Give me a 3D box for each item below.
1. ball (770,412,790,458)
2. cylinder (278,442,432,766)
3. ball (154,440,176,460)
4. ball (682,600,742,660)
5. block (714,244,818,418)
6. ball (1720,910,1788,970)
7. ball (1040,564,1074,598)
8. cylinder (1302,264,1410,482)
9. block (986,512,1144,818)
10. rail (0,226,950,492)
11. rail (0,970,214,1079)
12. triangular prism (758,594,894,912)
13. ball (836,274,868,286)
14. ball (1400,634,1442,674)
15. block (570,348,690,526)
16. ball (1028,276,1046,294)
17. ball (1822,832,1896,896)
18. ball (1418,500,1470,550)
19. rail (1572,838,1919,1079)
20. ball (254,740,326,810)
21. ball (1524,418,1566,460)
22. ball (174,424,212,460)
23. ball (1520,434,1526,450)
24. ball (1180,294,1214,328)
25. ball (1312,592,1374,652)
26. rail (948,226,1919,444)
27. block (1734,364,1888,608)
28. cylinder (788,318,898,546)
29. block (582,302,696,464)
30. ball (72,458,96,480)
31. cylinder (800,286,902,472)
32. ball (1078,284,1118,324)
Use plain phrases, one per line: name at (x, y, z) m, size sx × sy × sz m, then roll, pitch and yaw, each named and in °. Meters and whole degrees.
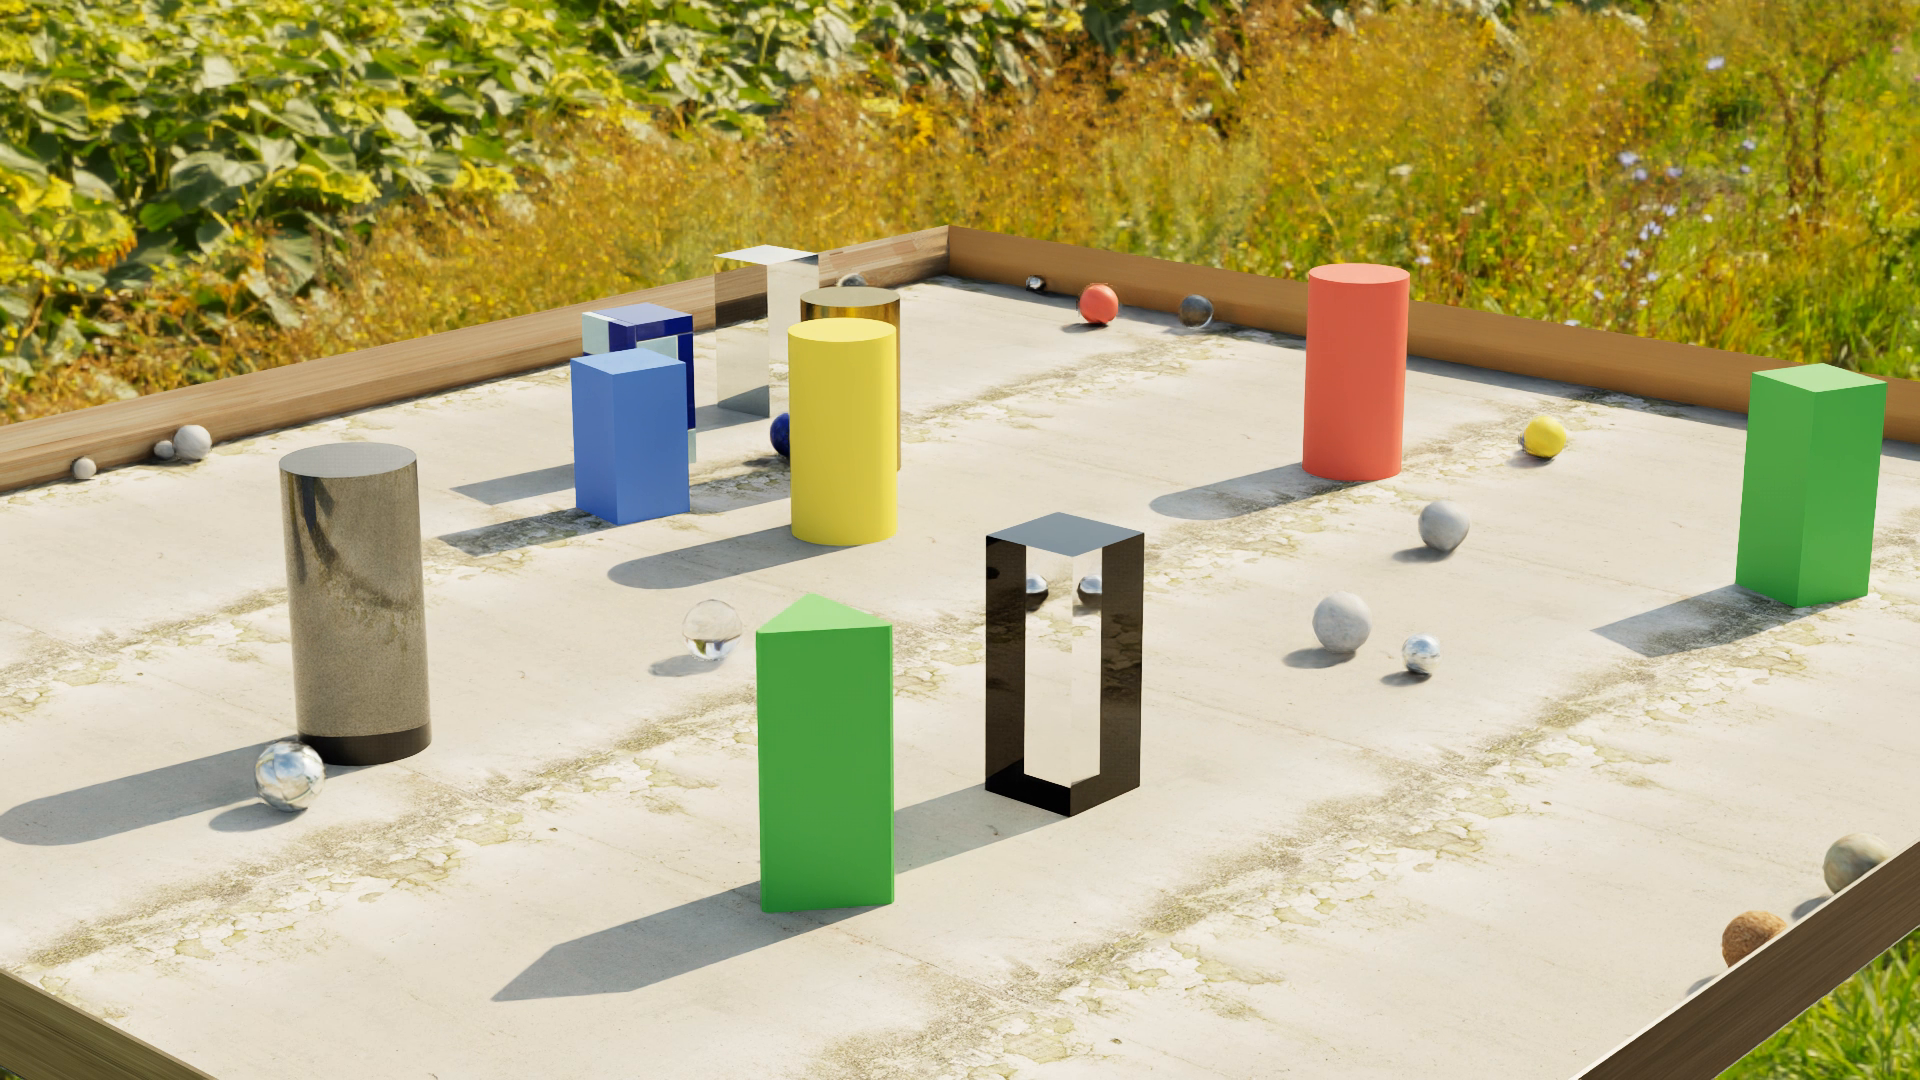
ball at (-0.345, -0.216, 6.011) m, size 0.093 × 0.093 × 0.093 m, roll 0°, pitch 17°, yaw 0°
cylinder at (-0.900, 0.094, 4.375) m, size 0.200 × 0.444 × 0.200 m, roll 0°, pitch 17°, yaw 0°
ball at (-1.625, -0.183, 5.991) m, size 0.041 × 0.041 × 0.041 m, roll 0°, pitch 17°, yaw 0°
ball at (-0.405, 0.147, 4.795) m, size 0.099 × 0.099 × 0.099 m, roll 0°, pitch 17°, yaw 0°
block at (-0.419, -0.455, 6.385) m, size 0.160 × 0.337 × 0.160 m, roll 14°, pitch 22°, yaw 38°
ball at (0.988, 0.503, 3.630) m, size 0.089 × 0.089 × 0.089 m, roll 0°, pitch 17°, yaw 0°
ball at (0.171, 0.072, 5.116) m, size 0.058 × 0.058 × 0.058 m, roll 0°, pitch 17°, yaw 0°
cylinder at (0.793, -0.338, 5.882) m, size 0.200 × 0.401 × 0.200 m, roll 0°, pitch 17°, yaw 0°
block at (0.149, 0.176, 4.202) m, size 0.160 × 0.386 × 0.160 m, roll 14°, pitch 22°, yaw 39°
rail at (-1.384, -0.314, 6.271) m, size 0.045 × 0.130 × 4.184 m, roll 14°, pitch 22°, yaw 39°
rail at (-1.356, 0.483, 3.624) m, size 3.714 × 0.130 × 0.045 m, roll 14°, pitch 22°, yaw 39°
triangular prism at (-0.185, 0.277, 3.868) m, size 0.173 × 0.386 × 0.150 m, roll -3°, pitch 17°, yaw -10°
ball at (-0.273, -0.634, 7.419) m, size 0.082 × 0.082 × 0.082 m, roll 0°, pitch 17°, yaw 0°
ball at (0.744, 0.184, 4.729) m, size 0.066 × 0.066 × 0.066 m, roll 0°, pitch 17°, yaw 0°
block at (-0.631, -0.200, 5.609) m, size 0.160 × 0.294 × 0.160 m, roll -12°, pitch 21°, yaw -35°
ball at (0.198, -0.658, 7.562) m, size 0.045 × 0.045 × 0.045 m, roll 0°, pitch 17°, yaw 0°
ball at (1.184, 0.433, 3.852) m, size 0.096 × 0.096 × 0.096 m, roll 0°, pitch 17°, yaw 0°
ball at (0.888, -0.027, 5.383) m, size 0.094 × 0.094 × 0.094 m, roll 0°, pitch 17°, yaw 0°
rail at (1.384, 0.379, 3.969) m, size 0.045 × 0.130 × 4.184 m, roll 14°, pitch 22°, yaw 39°
ball at (-0.954, 0.335, 4.171) m, size 0.100 × 0.100 × 0.100 m, roll 0°, pitch 17°, yaw 0°
ball at (1.196, -0.209, 6.000) m, size 0.086 × 0.086 × 0.086 m, roll 0°, pitch 17°, yaw 0°
ball at (-1.568, -0.200, 5.990) m, size 0.074 × 0.074 × 0.074 m, roll 0°, pitch 17°, yaw 0°
ball at (1.179, -0.205, 6.064) m, size 0.042 × 0.042 × 0.042 m, roll 0°, pitch 17°, yaw 0°
ball at (0.577, -0.558, 7.164) m, size 0.083 × 0.083 × 0.083 m, roll 0°, pitch 17°, yaw 0°
ball at (0.631, 0.135, 4.835) m, size 0.099 × 0.099 × 0.099 m, roll 0°, pitch 17°, yaw 0°
rail at (1.356, -0.418, 6.615) m, size 3.714 × 0.130 × 0.045 m, roll 14°, pitch 22°, yaw 39°
block at (1.482, -0.097, 5.111) m, size 0.160 × 0.384 × 0.160 m, roll -8°, pitch 19°, yaw -25°
cylinder at (-0.218, -0.203, 5.461) m, size 0.200 × 0.386 × 0.200 m, roll 0°, pitch 17°, yaw 0°
block at (-0.650, -0.307, 5.944) m, size 0.160 × 0.307 × 0.160 m, roll -14°, pitch 22°, yaw -39°
ball at (-1.748, -0.142, 5.852) m, size 0.044 × 0.044 × 0.044 m, roll 0°, pitch 17°, yaw 0°
cylinder at (-0.219, -0.317, 5.896) m, size 0.200 × 0.353 × 0.200 m, roll 0°, pitch 17°, yaw 0°
ball at (0.341, -0.578, 7.204) m, size 0.099 × 0.099 × 0.099 m, roll 0°, pitch 17°, yaw 0°
